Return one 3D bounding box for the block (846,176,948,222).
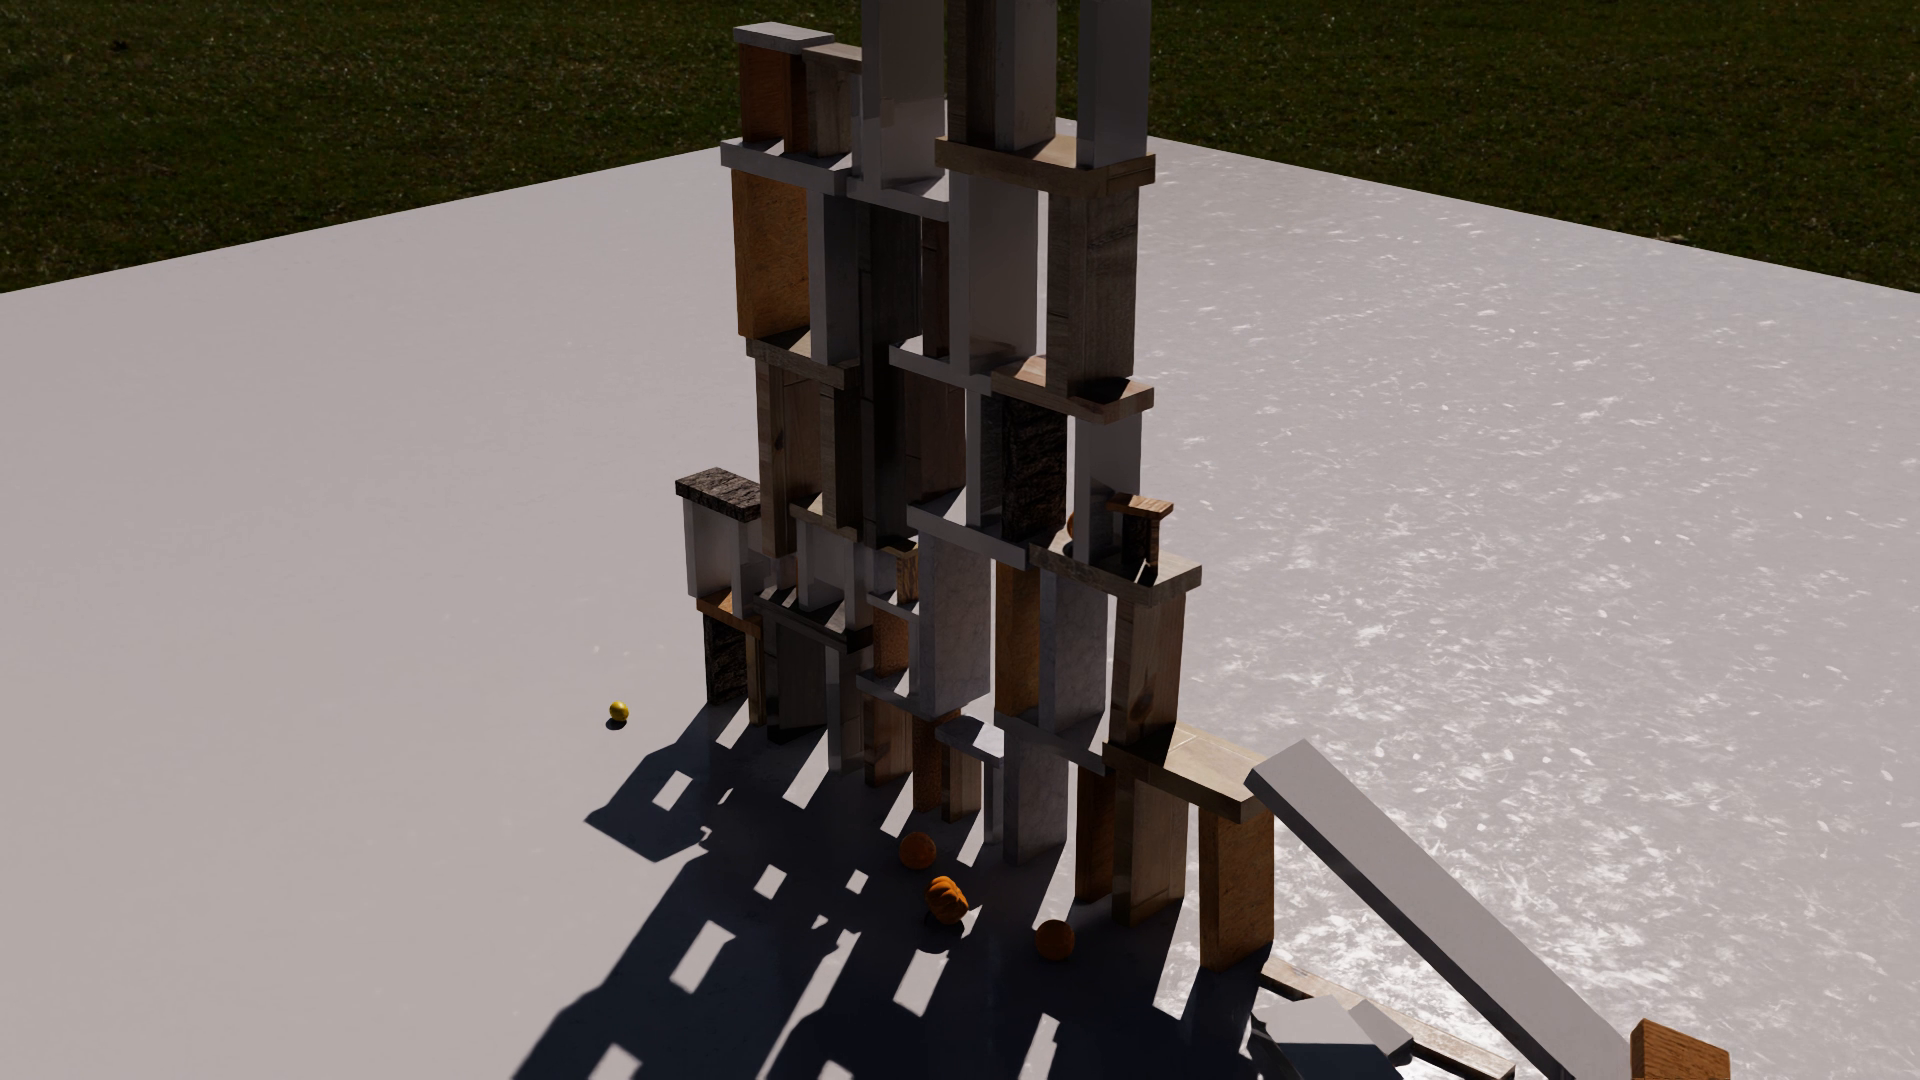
[{"bbox_3d":[-0.073,-0.637,4.039,0.130,0.037,0.260,-21,31,-40],"label":"block"}]

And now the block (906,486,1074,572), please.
[{"bbox_3d":[0.063,-0.027,4.146,0.310,0.044,0.155,21,31,41],"label":"block"}]

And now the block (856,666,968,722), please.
[{"bbox_3d":[-0.098,0.303,4.456,0.216,0.031,0.108,21,31,41],"label":"block"}]

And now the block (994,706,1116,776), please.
[{"bbox_3d":[0.214,0.356,4.145,0.283,0.040,0.142,21,31,41],"label":"block"}]

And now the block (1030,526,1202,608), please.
[{"bbox_3d":[0.277,0.043,3.945,0.143,0.041,0.286,-21,30,-40],"label":"block"}]

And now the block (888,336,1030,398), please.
[{"bbox_3d":[0.008,-0.329,4.074,0.266,0.038,0.133,21,31,40],"label":"block"}]

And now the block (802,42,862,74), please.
[{"bbox_3d":[-0.202,-0.889,4.061,0.088,0.025,0.175,-21,31,-40],"label":"block"}]

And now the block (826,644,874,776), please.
[{"bbox_3d":[-0.209,0.334,4.597,0.147,0.294,0.042,-21,31,-40],"label":"block"}]

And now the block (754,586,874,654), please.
[{"bbox_3d":[-0.280,0.153,4.594,0.147,0.042,0.294,-21,31,-40],"label":"block"}]

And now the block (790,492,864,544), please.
[{"bbox_3d":[-0.240,-0.049,4.458,0.203,0.029,0.102,21,31,40],"label":"block"}]

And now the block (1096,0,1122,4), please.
[{"bbox_3d":[0.190,-0.927,3.620,0.272,0.039,0.136,21,31,40],"label":"block"}]

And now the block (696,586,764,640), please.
[{"bbox_3d":[-0.464,0.155,4.796,0.109,0.031,0.219,-21,31,-41],"label":"block"}]

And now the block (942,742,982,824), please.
[{"bbox_3d":[0.003,0.473,4.418,0.089,0.178,0.025,-21,31,-41],"label":"block"}]

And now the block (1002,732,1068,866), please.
[{"bbox_3d":[0.148,0.479,4.270,0.142,0.283,0.040,-21,31,-40],"label":"block"}]

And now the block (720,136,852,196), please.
[{"bbox_3d":[-0.289,-0.729,4.228,0.169,0.048,0.337,-21,31,-40],"label":"block"}]

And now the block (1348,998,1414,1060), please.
[{"bbox_3d":[0.710,0.834,3.743,0.059,0.017,0.118,-29,38,-22],"label":"block"}]

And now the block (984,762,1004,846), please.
[{"bbox_3d":[0.087,0.506,4.340,0.089,0.178,0.025,-21,31,-40],"label":"block"}]

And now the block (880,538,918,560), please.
[{"bbox_3d":[-0.126,0.010,4.364,0.051,0.015,0.103,-21,30,-40],"label":"block"}]

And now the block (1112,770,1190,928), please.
[{"bbox_3d":[0.354,0.545,4.069,0.045,0.318,0.159,21,31,41],"label":"block"}]

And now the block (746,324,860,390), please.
[{"bbox_3d":[-0.272,-0.368,4.357,0.149,0.042,0.298,-21,30,-40],"label":"block"}]

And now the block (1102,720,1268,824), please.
[{"bbox_3d":[0.426,0.405,3.932,0.318,0.045,0.159,21,31,41],"label":"block"}]

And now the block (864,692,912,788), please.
[{"bbox_3d":[-0.148,0.396,4.550,0.031,0.216,0.108,21,31,41],"label":"block"}]

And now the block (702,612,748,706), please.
[{"bbox_3d":[-0.515,0.250,4.893,0.031,0.219,0.109,21,31,41],"label":"block"}]

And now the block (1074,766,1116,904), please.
[{"bbox_3d":[0.282,0.531,4.146,0.040,0.284,0.142,21,31,41],"label":"block"}]

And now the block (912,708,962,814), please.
[{"bbox_3d":[-0.047,0.436,4.457,0.031,0.216,0.108,21,31,41],"label":"block"}]

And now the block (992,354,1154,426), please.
[{"bbox_3d":[0.198,-0.268,3.893,0.267,0.038,0.134,21,31,40],"label":"block"}]

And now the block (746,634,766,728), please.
[{"bbox_3d":[-0.412,0.290,4.798,0.109,0.219,0.031,-21,31,-41],"label":"block"}]

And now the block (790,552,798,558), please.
[{"bbox_3d":[-0.344,0.016,4.607,0.094,0.013,0.047,20,30,39],"label":"block"}]

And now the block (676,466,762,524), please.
[{"bbox_3d":[-0.493,-0.098,4.718,0.231,0.033,0.116,21,31,40],"label":"block"}]

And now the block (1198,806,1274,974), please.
[{"bbox_3d":[0.496,0.600,3.938,0.159,0.318,0.045,-21,27,-41],"label":"block"}]

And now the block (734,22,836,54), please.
[{"bbox_3d":[-0.335,-0.954,4.180,0.094,0.027,0.189,-20,30,-39],"label":"block"}]

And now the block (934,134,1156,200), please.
[{"bbox_3d":[0.144,-0.654,3.787,0.353,0.050,0.176,21,31,40],"label":"block"}]

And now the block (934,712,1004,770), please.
[{"bbox_3d":[0.045,0.396,4.339,0.089,0.025,0.178,-21,31,-40],"label":"block"}]

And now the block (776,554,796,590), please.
[{"bbox_3d":[-0.366,0.056,4.649,0.047,0.094,0.013,-21,30,-41],"label":"block"}]

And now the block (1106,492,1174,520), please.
[{"bbox_3d":[0.314,-0.059,3.843,0.105,0.015,0.053,12,26,28],"label":"block"}]

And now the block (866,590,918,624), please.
[{"bbox_3d":[-0.104,0.128,4.397,0.079,0.022,0.157,-21,31,-40],"label":"block"}]

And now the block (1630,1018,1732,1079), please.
[{"bbox_3d":[1.128,0.898,3.429,0.149,0.042,0.299,22,39,-1],"label":"block"}]

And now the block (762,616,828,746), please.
[{"bbox_3d":[-0.349,0.280,4.724,0.042,0.294,0.147,21,31,41],"label":"block"}]
